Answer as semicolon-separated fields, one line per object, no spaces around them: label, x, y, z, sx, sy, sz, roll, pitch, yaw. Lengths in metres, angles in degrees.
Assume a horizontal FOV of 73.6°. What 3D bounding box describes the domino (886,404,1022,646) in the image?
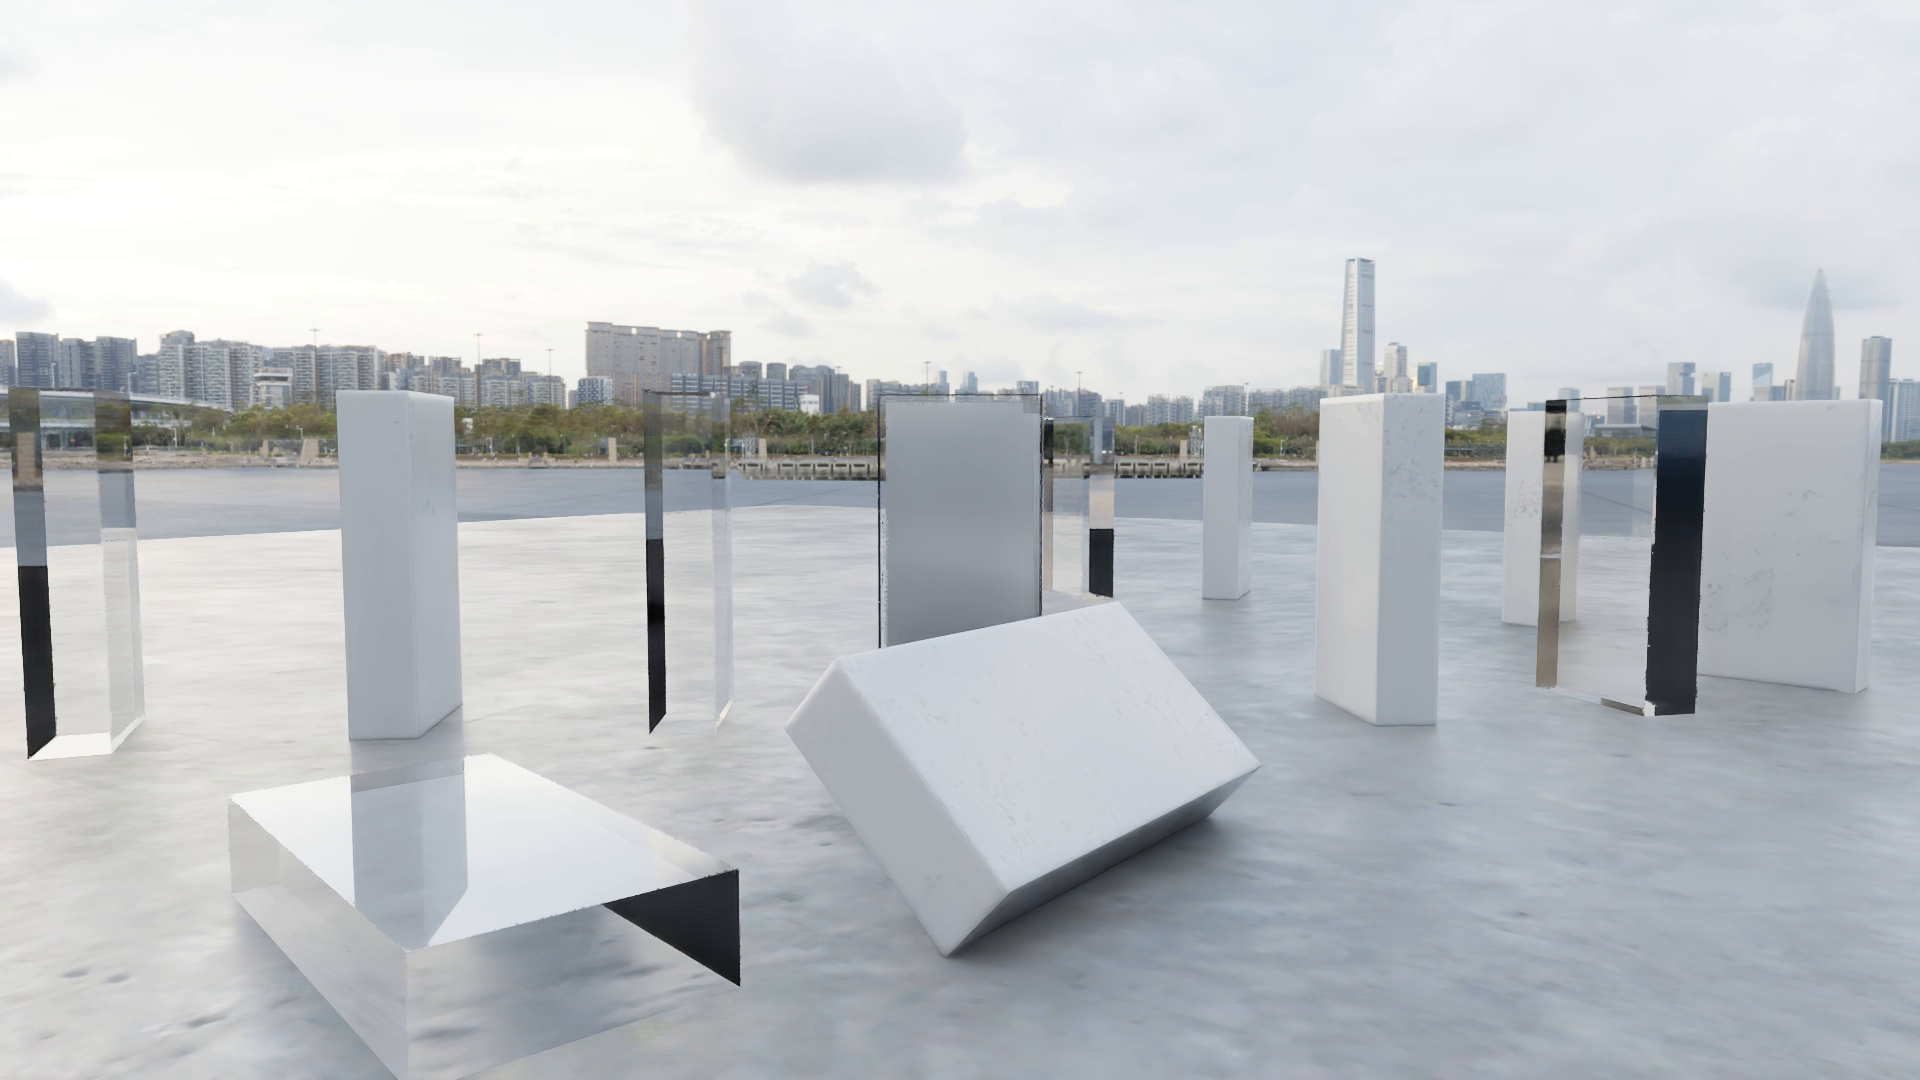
domino;-0.001;-0.001;0.244;0.025;0.050;0.009;0;4;-1

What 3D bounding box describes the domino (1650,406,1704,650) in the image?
domino;0.160;-0.003;0.269;0.025;0.050;0.010;-1;4;-8

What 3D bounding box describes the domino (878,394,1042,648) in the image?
domino;0.000;0.002;0.201;0.025;0.050;0.009;0;4;0

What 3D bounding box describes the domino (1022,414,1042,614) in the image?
domino;0.008;-0.007;0.329;0.025;0.050;0.009;1;5;18

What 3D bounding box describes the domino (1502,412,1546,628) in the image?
domino;0.142;-0.005;0.307;0.025;0.050;0.010;-3;5;-36

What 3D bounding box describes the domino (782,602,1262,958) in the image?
domino;0.009;0.021;0.129;0.025;0.009;0.050;50;30;22

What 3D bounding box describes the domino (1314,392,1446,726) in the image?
domino;0.066;0.002;0.204;0.010;0.050;0.025;0;4;-6

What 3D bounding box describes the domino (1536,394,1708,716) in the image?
domino;0.109;0.002;0.212;0.010;0.050;0.025;-1;4;-14

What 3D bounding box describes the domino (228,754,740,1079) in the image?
domino;-0.043;0.030;0.111;0.025;0.010;0.050;-4;6;-41

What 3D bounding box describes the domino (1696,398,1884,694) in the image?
domino;0.147;0.000;0.229;0.009;0.050;0.025;-4;6;-43

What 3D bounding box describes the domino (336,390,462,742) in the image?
domino;-0.084;0.003;0.195;0.009;0.050;0.025;-1;4;-7

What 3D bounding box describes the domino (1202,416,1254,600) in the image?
domino;0.075;-0.009;0.360;0.009;0.050;0.025;2;5;21

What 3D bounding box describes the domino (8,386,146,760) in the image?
domino;-0.126;0.004;0.184;0.009;0.050;0.025;-2;5;-23

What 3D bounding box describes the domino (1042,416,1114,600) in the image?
domino;0.033;-0.010;0.362;0.009;0.050;0.025;-2;5;-22

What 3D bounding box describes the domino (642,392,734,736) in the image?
domino;-0.041;0.003;0.198;0.010;0.050;0.025;0;4;-4
